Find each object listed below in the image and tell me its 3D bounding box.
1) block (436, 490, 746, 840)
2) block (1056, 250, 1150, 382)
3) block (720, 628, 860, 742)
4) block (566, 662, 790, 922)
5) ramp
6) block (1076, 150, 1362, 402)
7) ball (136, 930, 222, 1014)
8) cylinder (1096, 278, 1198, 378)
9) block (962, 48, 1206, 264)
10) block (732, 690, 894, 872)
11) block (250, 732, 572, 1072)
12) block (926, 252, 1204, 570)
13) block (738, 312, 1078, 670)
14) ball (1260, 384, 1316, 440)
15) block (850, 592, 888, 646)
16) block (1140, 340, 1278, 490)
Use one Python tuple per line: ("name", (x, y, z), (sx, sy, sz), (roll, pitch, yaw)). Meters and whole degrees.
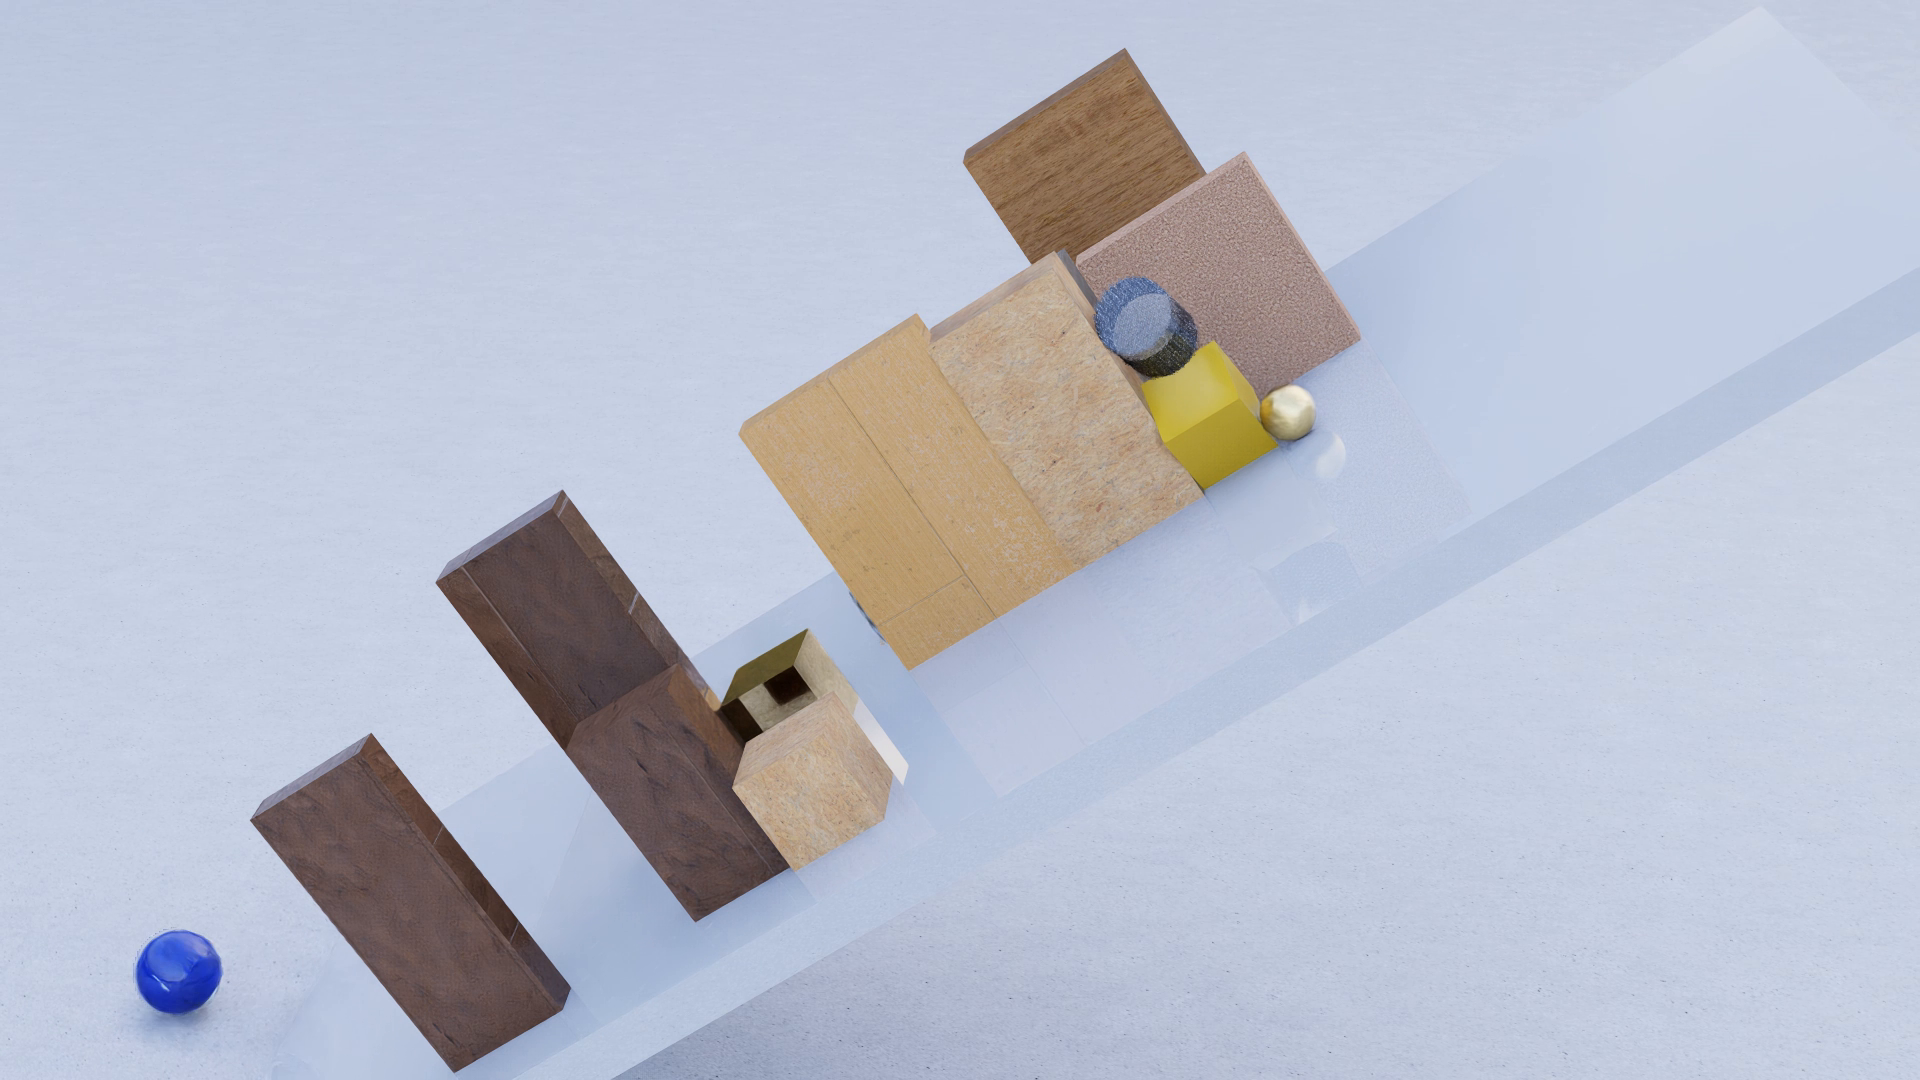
("block", (-0.737, 0.292, 6.146), (0.300, 0.761, 0.119), (-31, 16, 14))
("block", (0.196, -0.357, 6.706), (0.394, 0.460, 0.129), (-31, 16, 14))
("block", (-0.362, 0.346, 6.273), (0.192, 0.192, 0.192), (-30, 16, 18))
("block", (-0.533, 0.493, 5.729), (0.244, 0.432, 0.133), (-31, 16, 14))
("ramp", (0.138, 0.171, 6.298), (4.000, 0.100, 2.000), (-31, 16, 14))
("block", (0.564, -0.529, 6.415), (0.431, 0.474, 0.085), (-31, 16, 14))
("ball", (-1.861, 1.030, 7.009), (0.201, 0.201, 0.201), (0, 21, 0))
("cylinder", (0.385, -0.438, 6.076), (0.164, 0.164, 0.164), (11, -9, 27))
("block", (0.393, -0.733, 6.944), (0.447, 0.711, 0.127), (-31, 16, 14))
("block", (-0.283, 0.466, 5.705), (0.210, 0.210, 0.210), (-31, 16, 14))
("block", (-1.073, 0.717, 5.771), (0.271, 0.657, 0.092), (-31, 16, 14))
("block", (0.223, -0.268, 6.147), (0.311, 0.579, 0.143), (-31, 16, 14))
("block", (-0.100, -0.096, 6.206), (0.444, 0.635, 0.084), (-31, 16, 14))
("ball", (0.676, -0.264, 6.056), (0.117, 0.117, 0.117), (0, 21, 0))
("block", (-0.132, 0.116, 6.572), (0.146, 0.146, 0.146), (-28, 16, 24))
("block", (0.519, -0.260, 6.127), (0.181, 0.181, 0.181), (-31, 45, 14))
